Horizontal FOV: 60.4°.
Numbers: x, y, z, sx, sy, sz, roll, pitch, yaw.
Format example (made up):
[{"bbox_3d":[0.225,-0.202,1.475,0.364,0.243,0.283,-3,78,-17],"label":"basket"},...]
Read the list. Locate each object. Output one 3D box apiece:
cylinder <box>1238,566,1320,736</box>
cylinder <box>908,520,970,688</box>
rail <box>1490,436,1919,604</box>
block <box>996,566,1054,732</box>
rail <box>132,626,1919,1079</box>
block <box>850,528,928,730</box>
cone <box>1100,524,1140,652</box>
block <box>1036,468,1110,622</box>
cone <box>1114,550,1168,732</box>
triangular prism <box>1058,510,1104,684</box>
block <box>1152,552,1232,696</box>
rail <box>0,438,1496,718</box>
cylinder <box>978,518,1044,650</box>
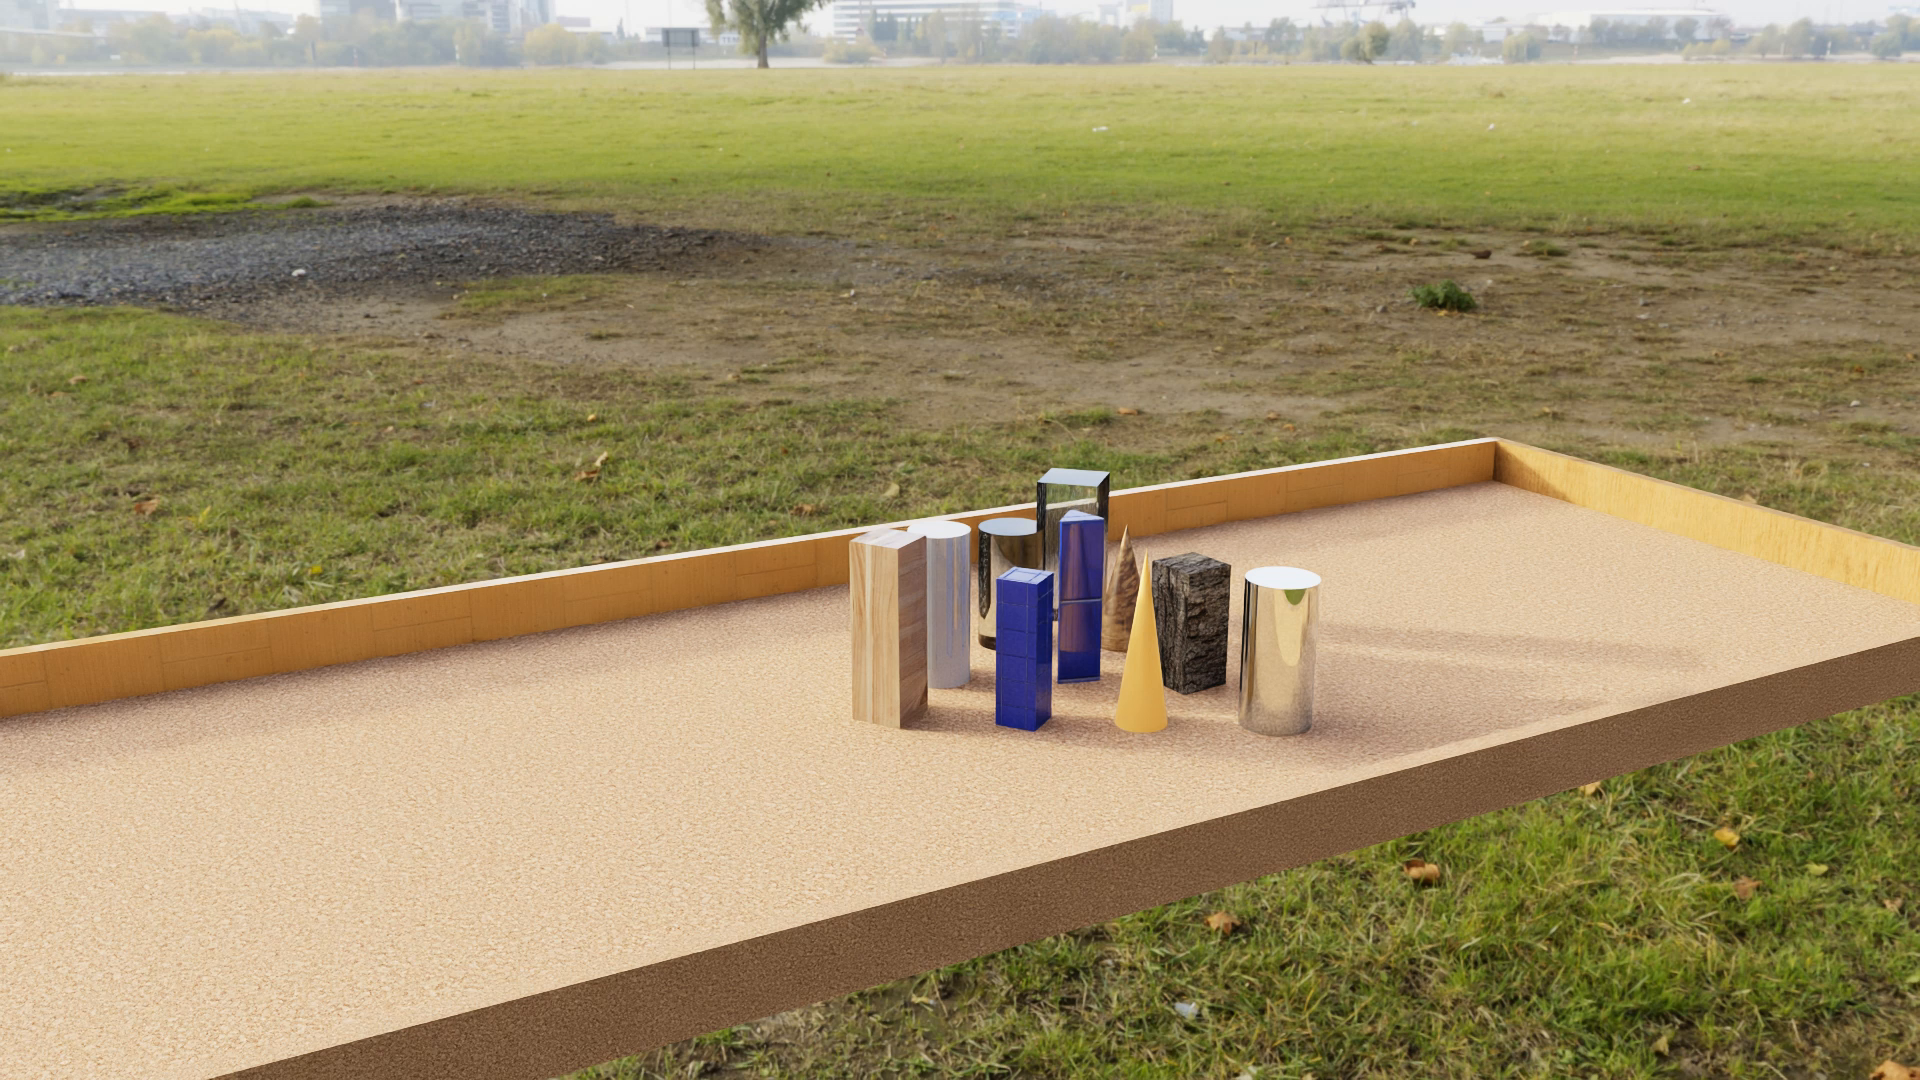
[{"bbox_3d":[0.742,0.258,3.841,0.172,0.358,0.172,0,16,0],"label":"cylinder"},{"bbox_3d":[-0.051,0.161,4.116,0.156,0.390,0.156,0,16,0],"label":"cylinder"},{"bbox_3d":[2.466,-0.048,5.253,0.050,0.150,2.100,-9,18,-27],"label":"rail"},{"bbox_3d":[0.150,0.254,3.851,0.101,0.360,0.101,8,18,24],"label":"block"},{"bbox_3d":[-2.336,1.006,1.665,12.000,0.150,0.050,-9,18,-27],"label":"rail"},{"bbox_3d":[-0.166,0.206,3.873,0.130,0.440,0.130,9,19,28],"label":"block"},{"bbox_3d":[0.439,0.115,4.378,0.166,0.329,0.166,0,16,0],"label":"cone"},{"bbox_3d":[0.314,0.016,4.598,0.167,0.395,0.167,5,17,16],"label":"block"},{"bbox_3d":[0.427,0.224,3.831,0.125,0.429,0.125,0,16,0],"label":"cone"},{"bbox_3d":[0.288,0.141,4.126,0.110,0.423,0.096,-4,17,-12],"label":"triangular prism"},{"bbox_3d":[0.570,0.206,4.102,0.137,0.312,0.137,-11,20,-33],"label":"block"},{"bbox_3d":[-3.305,0.497,3.399,12.000,0.150,0.050,-9,18,-27],"label":"rail"},{"bbox_3d":[0.135,0.118,4.386,0.173,0.320,0.173,0,16,0],"label":"cylinder"}]
